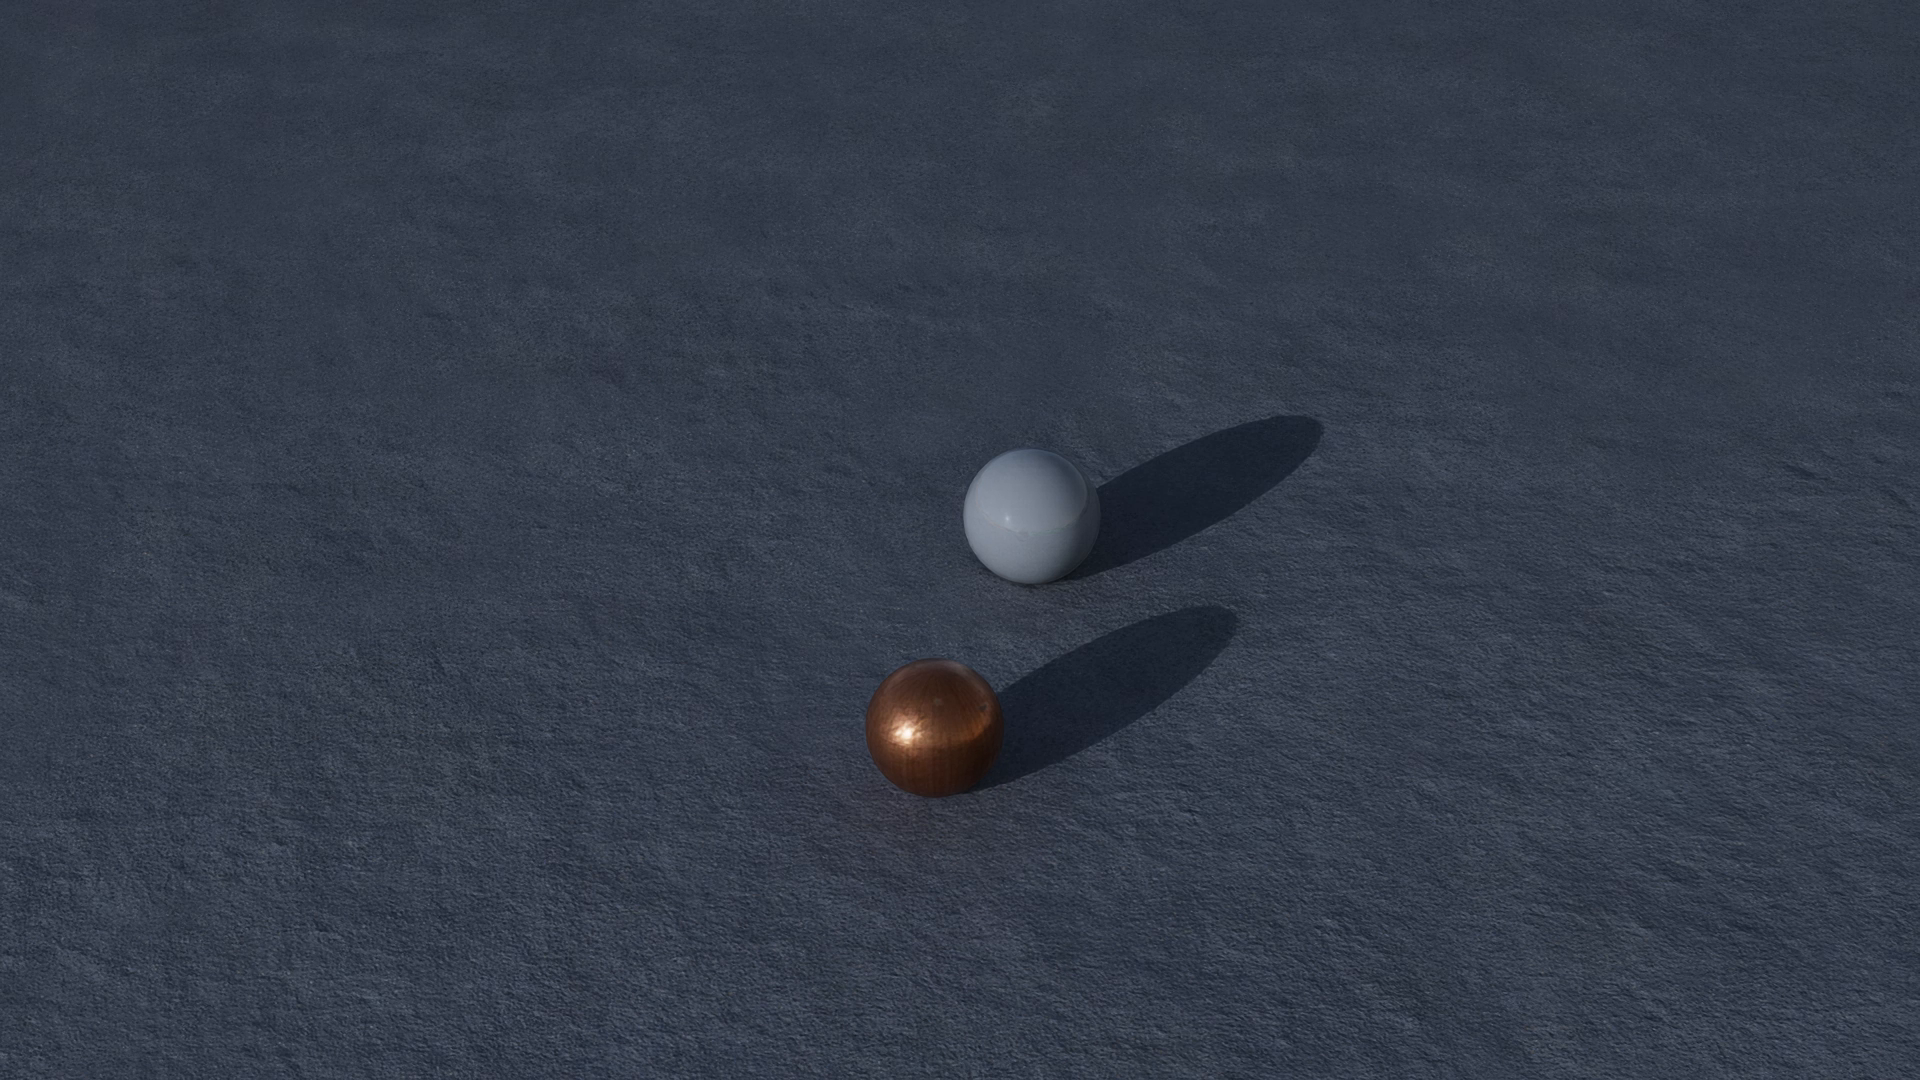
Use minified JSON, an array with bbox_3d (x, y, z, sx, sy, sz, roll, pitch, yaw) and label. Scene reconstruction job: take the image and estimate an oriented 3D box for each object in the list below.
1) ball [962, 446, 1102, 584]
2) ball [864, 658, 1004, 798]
[{"bbox_3d":[0.040,-0.014,1.639,0.077,0.077,0.077,0,32,0],"label":"ball"},{"bbox_3d":[-0.013,0.094,1.471,0.070,0.070,0.070,0,32,0],"label":"ball"}]
